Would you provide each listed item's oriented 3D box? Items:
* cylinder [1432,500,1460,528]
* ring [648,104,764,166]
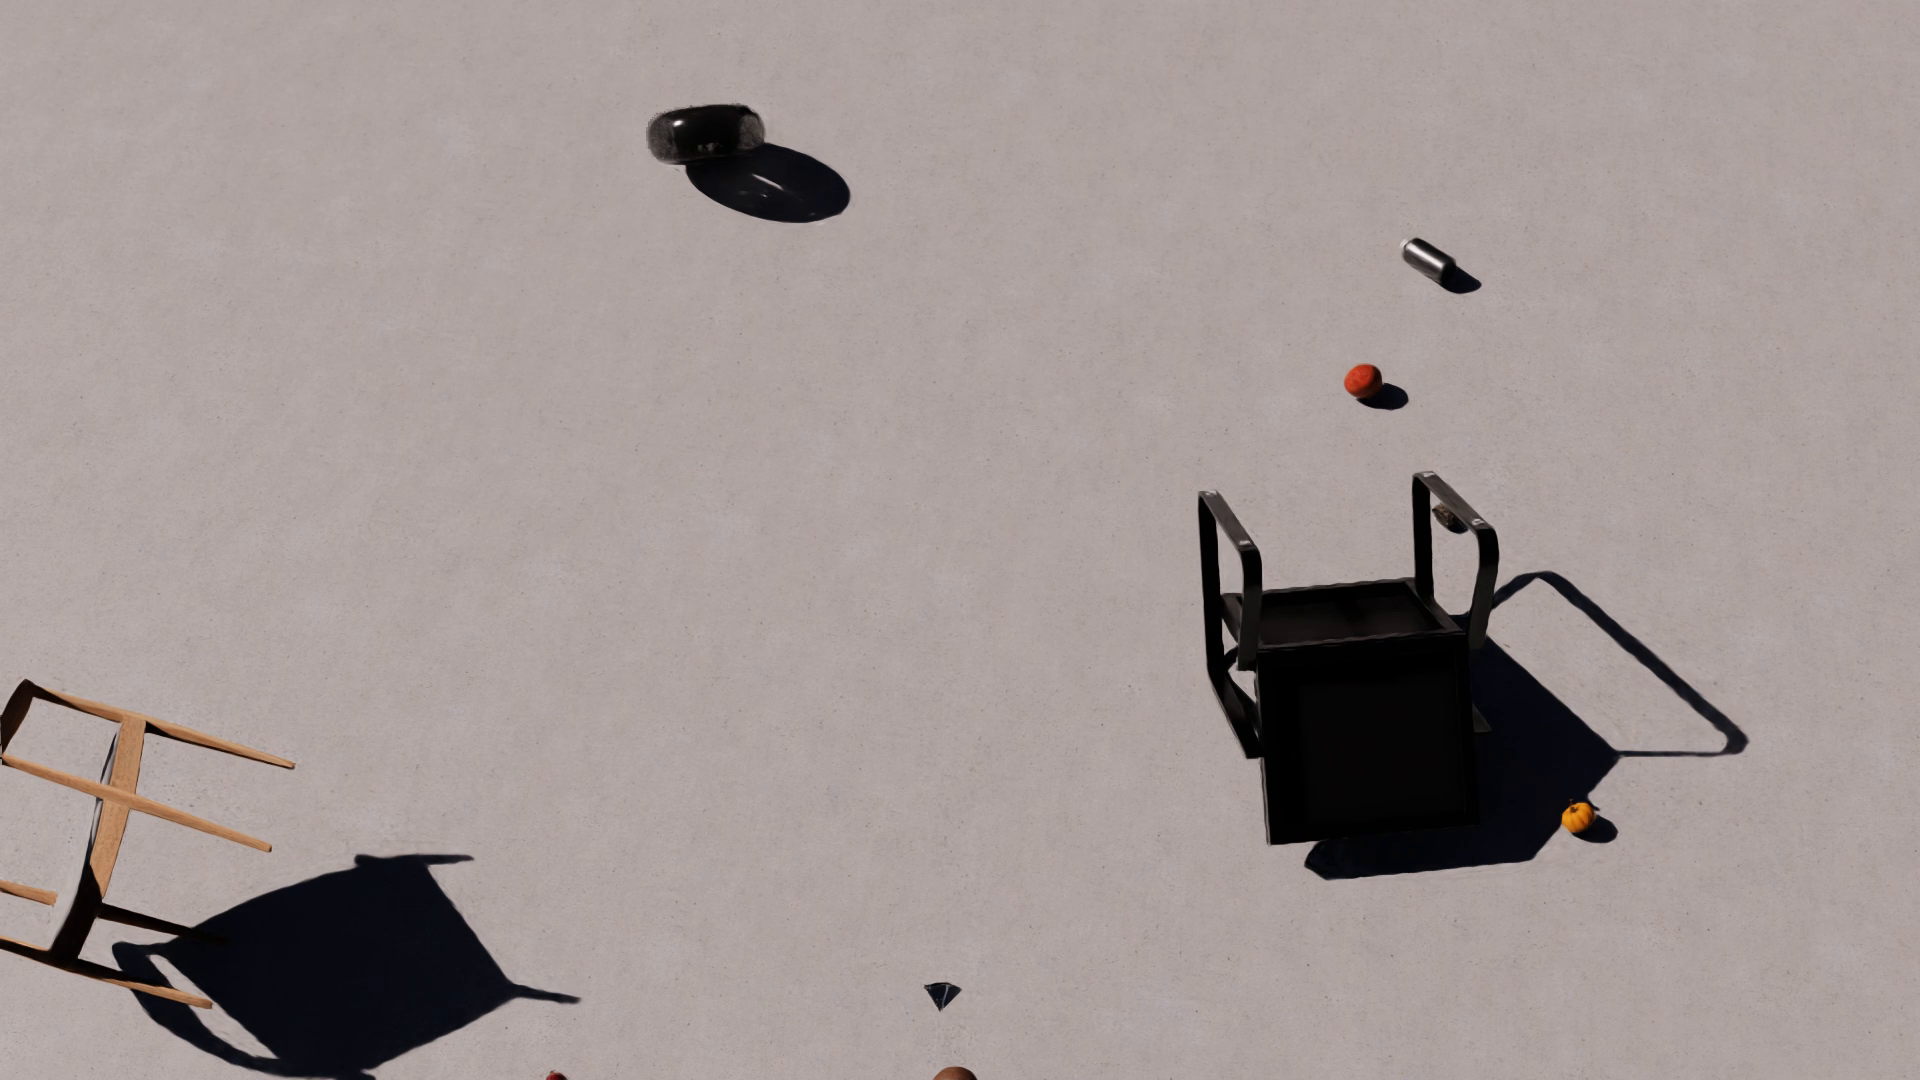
[{"bbox_3d":[1.457,-0.078,6.587,0.045,0.060,0.075,-32,78,-17],"label":"cylinder"},{"bbox_3d":[-0.837,-1.337,7.264,0.387,0.402,0.165,-6,96,8],"label":"ring"}]
